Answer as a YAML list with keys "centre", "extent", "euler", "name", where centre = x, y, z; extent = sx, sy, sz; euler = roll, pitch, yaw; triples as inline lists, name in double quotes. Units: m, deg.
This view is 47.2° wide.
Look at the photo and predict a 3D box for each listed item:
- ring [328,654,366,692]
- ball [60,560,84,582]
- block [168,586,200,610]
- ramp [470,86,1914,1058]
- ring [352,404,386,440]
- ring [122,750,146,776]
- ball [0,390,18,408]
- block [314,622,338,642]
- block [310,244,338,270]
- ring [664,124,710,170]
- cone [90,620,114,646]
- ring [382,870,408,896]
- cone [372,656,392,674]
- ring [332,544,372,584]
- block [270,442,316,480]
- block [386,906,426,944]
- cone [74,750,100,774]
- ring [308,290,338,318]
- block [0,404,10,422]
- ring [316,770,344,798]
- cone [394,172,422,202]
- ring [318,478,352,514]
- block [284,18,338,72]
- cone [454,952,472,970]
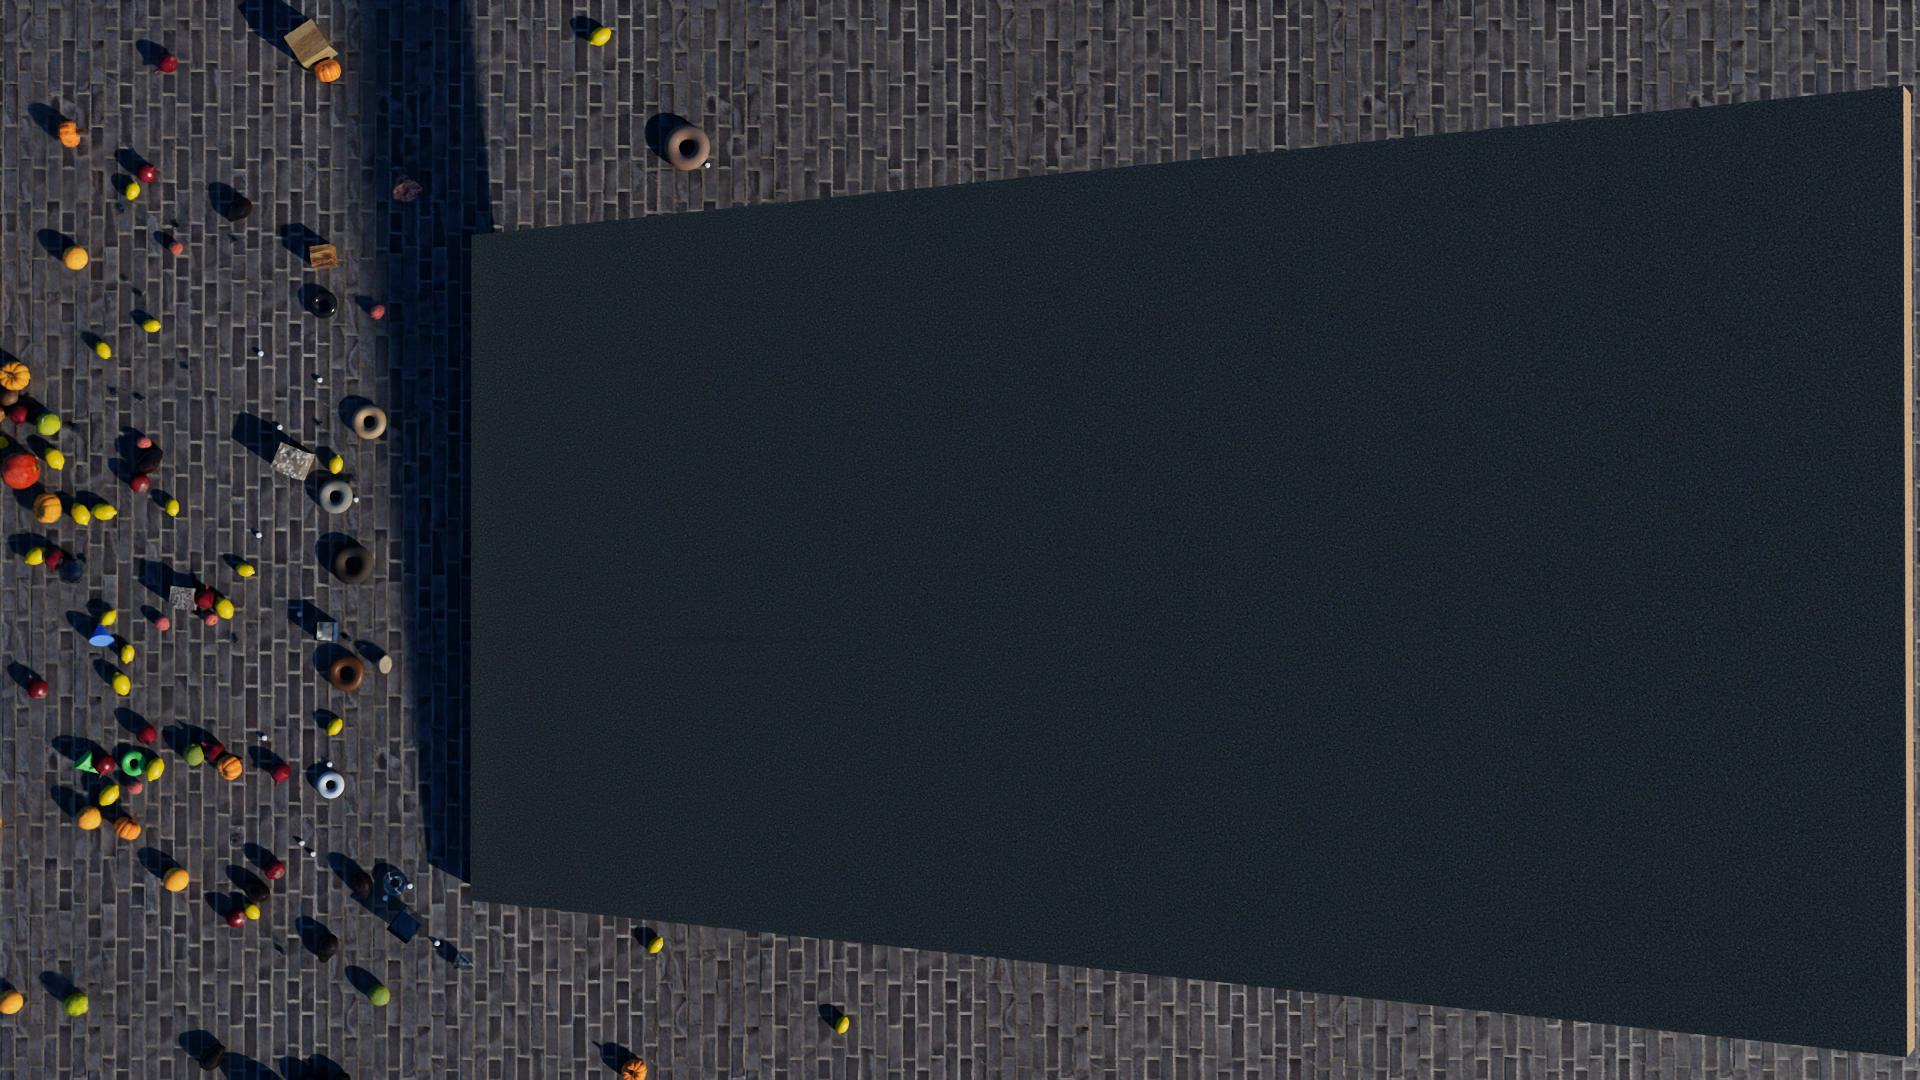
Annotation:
- centre: [-1.862, 0.402, 6.672]
  extent: [0.115, 0.038, 0.115]
  euler: [0, 90, 1]
  name: "ring"
- centre: [-2.689, 0.095, 6.660]
  extent: [0.067, 0.067, 0.067]
  euler: [0, 89, 0]
  name: "ball"
- centre: [-2.349, 0.175, 6.659]
  extent: [0.067, 0.067, 0.067]
  euler: [7, 89, 0]
  name: "block"
- centre: [0.264, 0.073, 5.610]
  extent: [4.000, 0.100, 2.000]
  euler: [0, 89, 31]
  name: "ramp"
- centre: [-1.795, -0.359, 6.680]
  extent: [0.107, 0.036, 0.107]
  euler: [0, 88, 1]
  name: "ring"
- centre: [-2.508, 0.677, 6.675]
  extent: [0.077, 0.026, 0.077]
  euler: [0, 88, -1]
  name: "ring"
- centre: [-2.886, -0.430, 6.671]
  extent: [0.055, 0.055, 0.055]
  euler: [0, 89, 0]
  name: "ball"
- centre: [-1.922, 0.276, 6.663]
  extent: [0.056, 0.056, 0.056]
  euler: [3, 89, 0]
  name: "block"
- centre: [-1.930, -0.859, 6.671]
  extent: [0.062, 0.062, 0.062]
  euler: [-8, 89, 0]
  name: "block"
- centre: [-0.831, -1.194, 6.682]
  extent: [0.141, 0.047, 0.141]
  euler: [0, 90, 1]
  name: "ring"
- centre: [-2.606, 0.274, 6.676]
  extent: [0.071, 0.071, 0.071]
  euler: [-13, 63, 0]
  name: "cone"
- centre: [-1.714, 1.040, 6.672]
  extent: [0.078, 0.026, 0.078]
  euler: [0, 89, -1]
  name: "ring"
- centre: [-1.765, 0.375, 6.678]
  extent: [0.056, 0.056, 0.056]
  euler: [6, 89, 27]
  name: "cone"
- centre: [-1.845, 0.072, 6.673]
  extent: [0.125, 0.042, 0.125]
  euler: [0, 88, 0]
  name: "ring"
- centre: [-2.019, -0.239, 6.654]
  extent: [0.086, 0.086, 0.086]
  euler: [23, 90, 0]
  name: "block"
- centre: [-1.671, 1.162, 6.646]
  extent: [0.075, 0.075, 0.075]
  euler: [37, 90, 0]
  name: "block"
- centre: [-2.636, 0.687, 6.672]
  extent: [0.070, 0.070, 0.070]
  euler: [-40, 116, 0]
  name: "cone"
- centre: [-1.936, -0.716, 6.687]
  extent: [0.087, 0.029, 0.087]
  euler: [0, 88, 0]
  name: "ring"
- centre: [-2.949, -0.391, 6.658]
  extent: [0.080, 0.080, 0.080]
  euler: [-42, 90, 0]
  name: "block"
- centre: [-1.910, 0.743, 6.674]
  extent: [0.084, 0.028, 0.084]
  euler: [0, 89, -1]
  name: "ring"
- centre: [-1.691, -1.091, 6.685]
  extent: [0.087, 0.087, 0.087]
  euler: [-25, 63, 0]
  name: "cone"
- centre: [-1.897, -0.133, 6.678]
  extent: [0.106, 0.035, 0.106]
  euler: [0, 89, 1]
  name: "ring"
- centre: [-1.964, -1.498, 6.658]
  extent: [0.099, 0.099, 0.099]
  euler: [-34, 90, 0]
  name: "block"
- centre: [-1.501, 1.284, 6.671]
  extent: [0.052, 0.052, 0.052]
  euler: [22, 89, -26]
  name: "cone"
